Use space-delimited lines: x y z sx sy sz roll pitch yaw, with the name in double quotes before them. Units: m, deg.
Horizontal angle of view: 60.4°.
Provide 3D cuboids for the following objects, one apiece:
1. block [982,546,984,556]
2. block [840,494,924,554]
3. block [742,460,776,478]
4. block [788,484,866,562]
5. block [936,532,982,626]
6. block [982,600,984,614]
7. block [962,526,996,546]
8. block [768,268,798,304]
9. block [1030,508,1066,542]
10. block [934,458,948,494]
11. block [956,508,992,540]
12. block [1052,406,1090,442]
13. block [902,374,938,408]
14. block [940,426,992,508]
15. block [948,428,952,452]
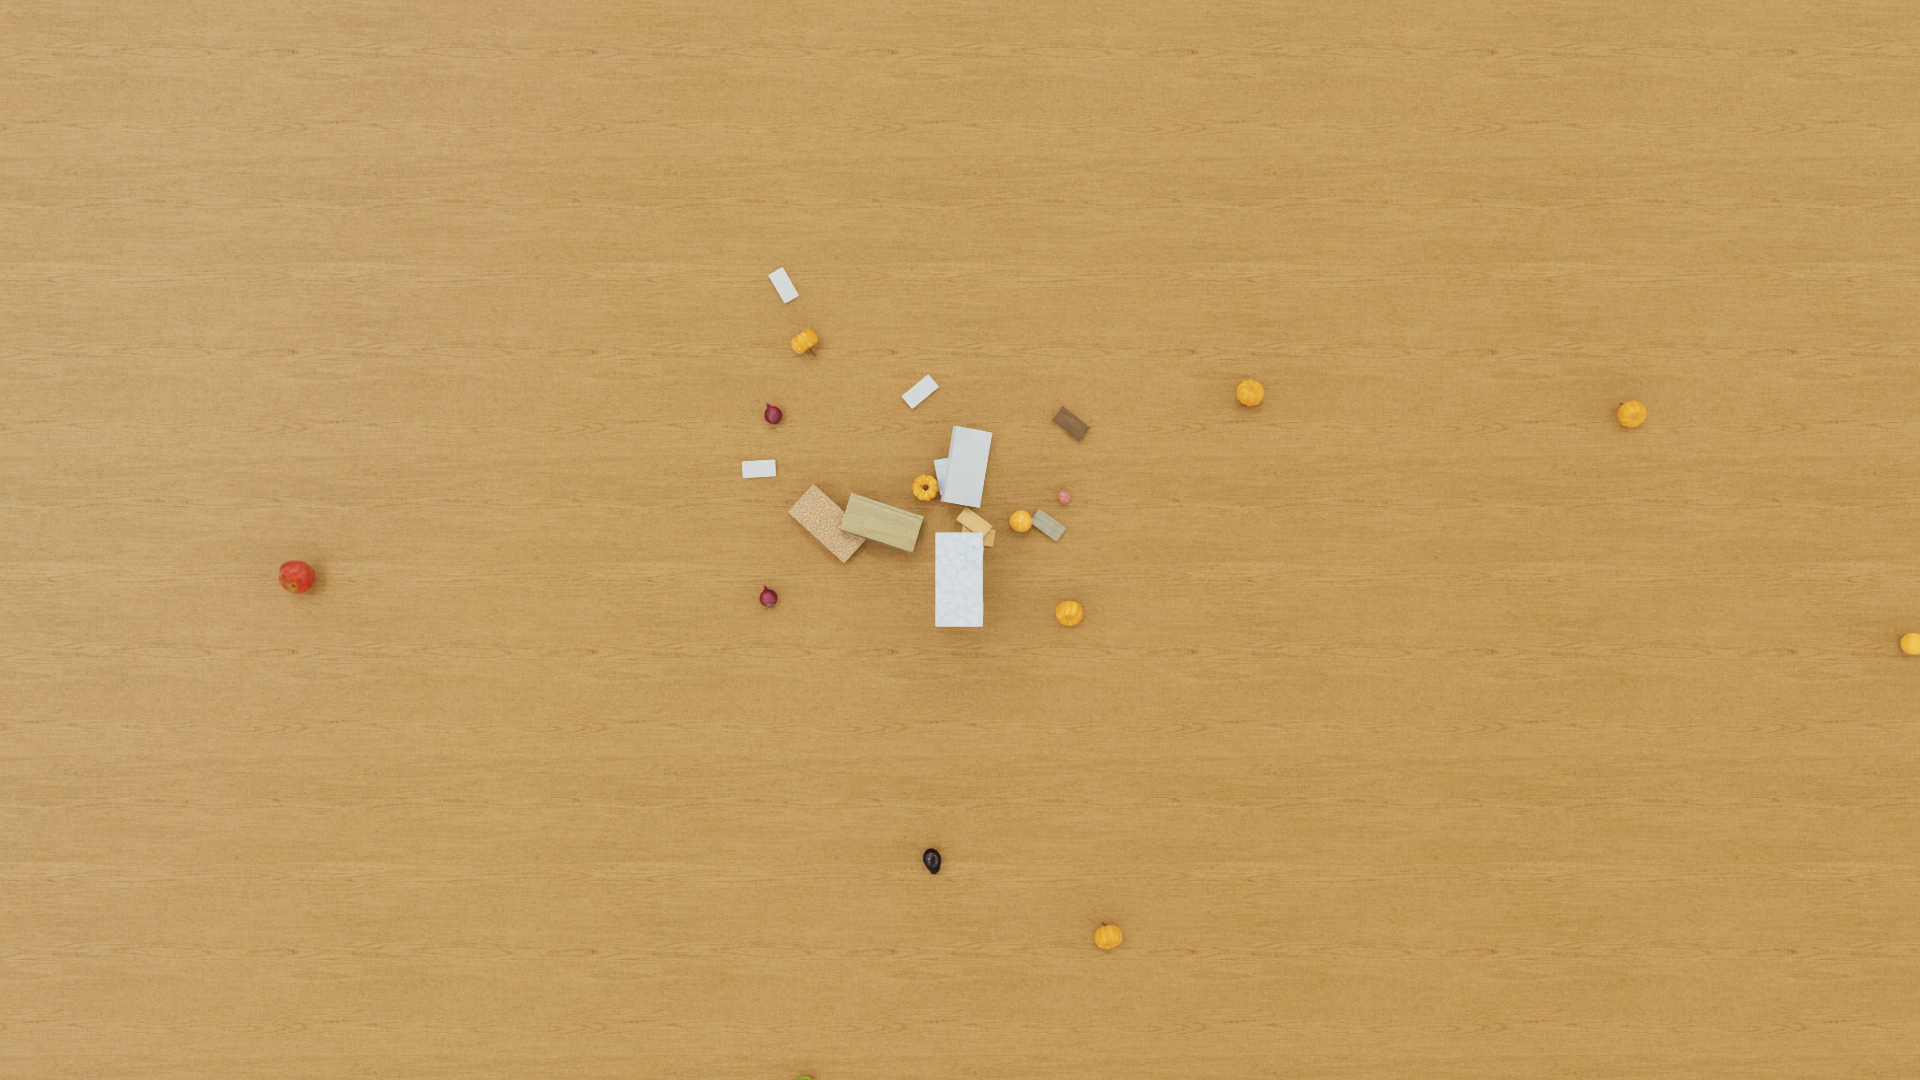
"block" 0.001 0.030 5.352 0.147 0.294 0.042 9 91 0
"block" -0.260 -0.055 5.458 0.252 0.036 0.126 18 78 -5
"block" -0.668 -0.237 5.492 0.109 0.015 0.054 -3 90 0
"block" -0.435 -0.055 5.482 0.252 0.036 0.126 42 90 0
"block" -0.003 0.124 5.184 0.147 0.042 0.294 0 90 0
"block" 0.001 0.216 5.353 0.147 0.294 0.042 0 90 0
"block" 0.059 -0.014 5.492 0.111 0.016 0.055 9 90 0
"block" -0.587 -0.847 5.492 0.054 0.015 0.109 -30 90 0
"block" 0.292 -0.049 5.492 0.111 0.016 0.055 36 90 0
"block" -0.048 -0.213 5.480 0.058 0.016 0.116 -10 96 1
"block" 0.048 -0.055 5.479 0.111 0.016 0.055 36 77 7
"block" 0.370 -0.386 5.492 0.116 0.016 0.058 38 90 0
"block" -0.132 -0.494 5.492 0.115 0.015 0.054 -40 90 0
"block" 0.022 -0.242 5.464 0.126 0.036 0.252 10 90 -18
"block" -0.011 -0.316 5.492 0.058 0.016 0.116 -3 90 0
